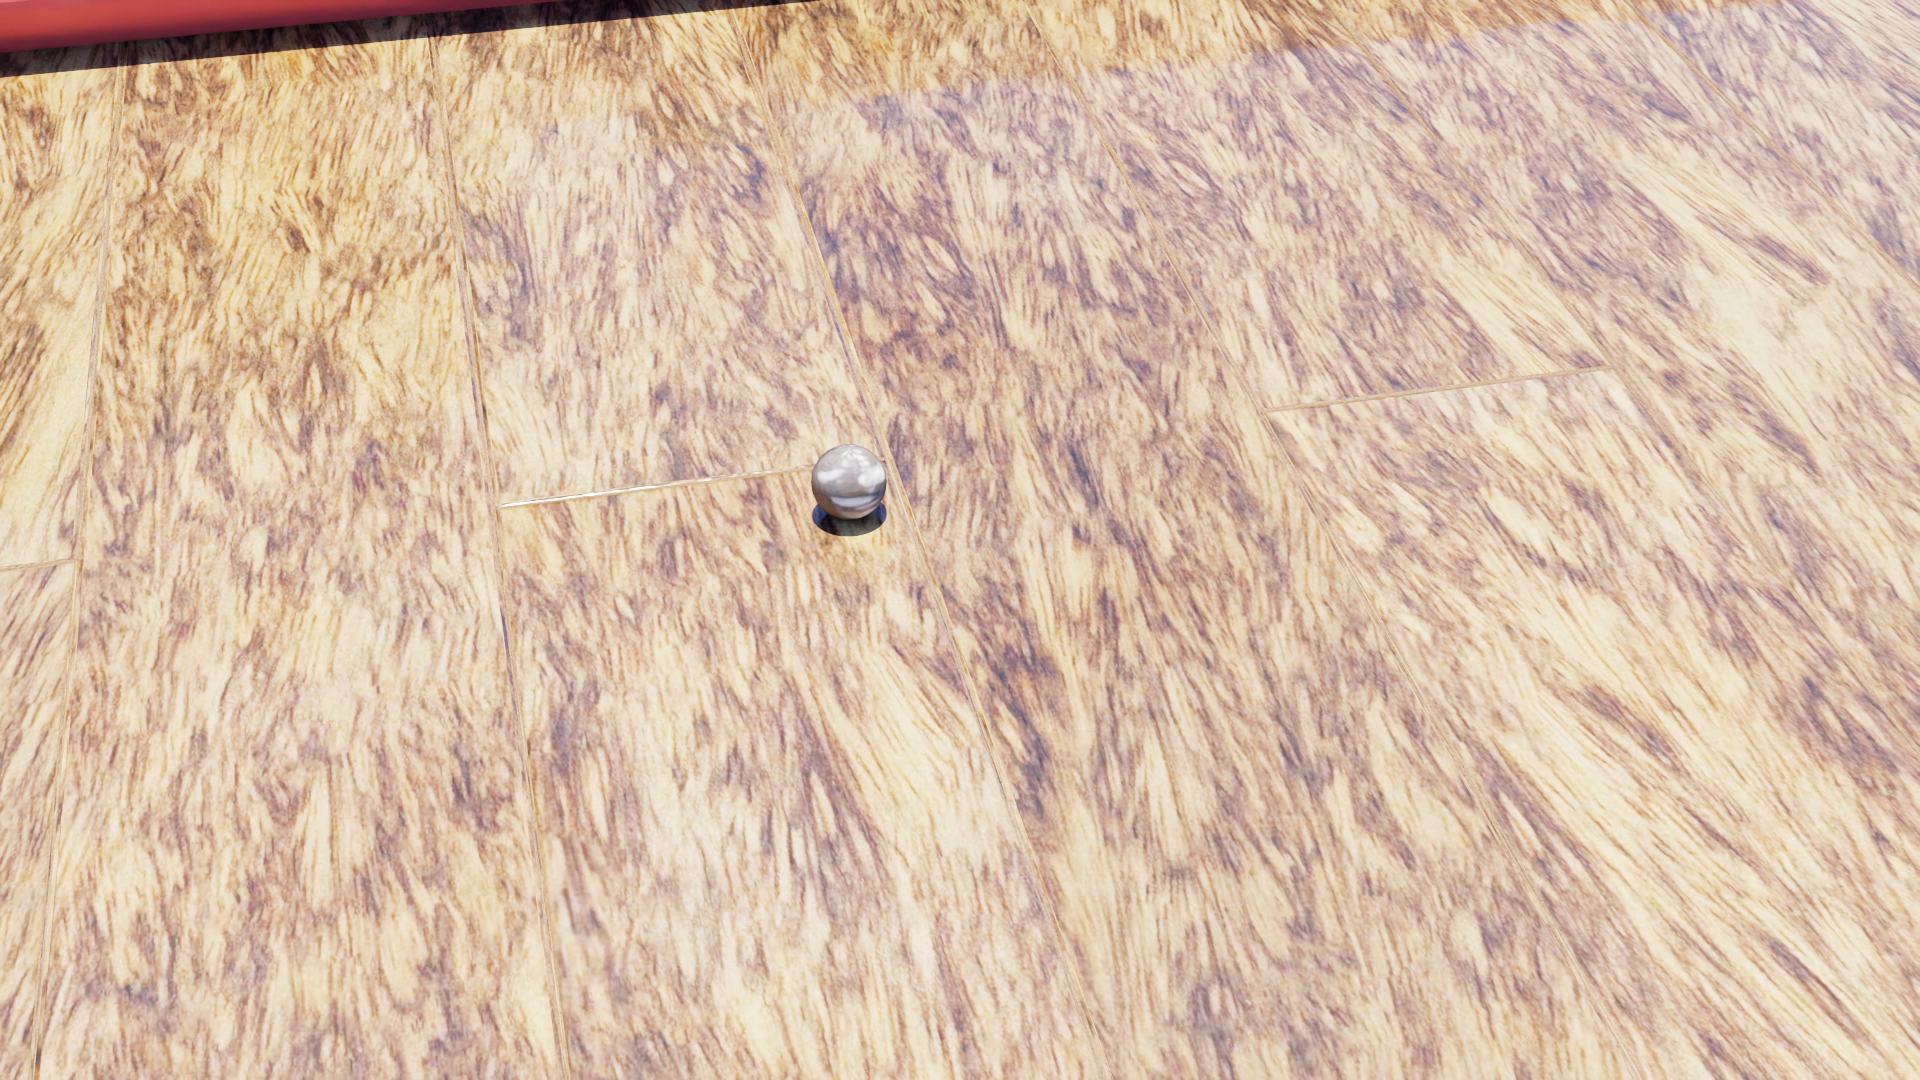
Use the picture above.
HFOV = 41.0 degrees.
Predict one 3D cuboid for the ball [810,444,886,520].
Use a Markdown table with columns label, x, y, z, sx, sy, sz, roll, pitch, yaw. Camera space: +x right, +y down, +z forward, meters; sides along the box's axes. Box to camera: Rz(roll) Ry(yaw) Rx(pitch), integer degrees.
| label | x | y | z | sx | sy | sz | roll | pitch | yaw |
| --- | --- | --- | --- | --- | --- | --- | --- | --- | --- |
| ball | -0.068 | -0.036 | 1.580 | 0.047 | 0.047 | 0.047 | 0 | 37 | 0 |

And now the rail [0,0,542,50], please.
| label | x | y | z | sx | sy | sz | roll | pitch | yaw |
| --- | --- | --- | --- | --- | --- | --- | --- | --- | --- |
| rail | 0.624 | -0.622 | 2.313 | 3.309 | 0.114 | 0.045 | -8 | 37 | -10 |
